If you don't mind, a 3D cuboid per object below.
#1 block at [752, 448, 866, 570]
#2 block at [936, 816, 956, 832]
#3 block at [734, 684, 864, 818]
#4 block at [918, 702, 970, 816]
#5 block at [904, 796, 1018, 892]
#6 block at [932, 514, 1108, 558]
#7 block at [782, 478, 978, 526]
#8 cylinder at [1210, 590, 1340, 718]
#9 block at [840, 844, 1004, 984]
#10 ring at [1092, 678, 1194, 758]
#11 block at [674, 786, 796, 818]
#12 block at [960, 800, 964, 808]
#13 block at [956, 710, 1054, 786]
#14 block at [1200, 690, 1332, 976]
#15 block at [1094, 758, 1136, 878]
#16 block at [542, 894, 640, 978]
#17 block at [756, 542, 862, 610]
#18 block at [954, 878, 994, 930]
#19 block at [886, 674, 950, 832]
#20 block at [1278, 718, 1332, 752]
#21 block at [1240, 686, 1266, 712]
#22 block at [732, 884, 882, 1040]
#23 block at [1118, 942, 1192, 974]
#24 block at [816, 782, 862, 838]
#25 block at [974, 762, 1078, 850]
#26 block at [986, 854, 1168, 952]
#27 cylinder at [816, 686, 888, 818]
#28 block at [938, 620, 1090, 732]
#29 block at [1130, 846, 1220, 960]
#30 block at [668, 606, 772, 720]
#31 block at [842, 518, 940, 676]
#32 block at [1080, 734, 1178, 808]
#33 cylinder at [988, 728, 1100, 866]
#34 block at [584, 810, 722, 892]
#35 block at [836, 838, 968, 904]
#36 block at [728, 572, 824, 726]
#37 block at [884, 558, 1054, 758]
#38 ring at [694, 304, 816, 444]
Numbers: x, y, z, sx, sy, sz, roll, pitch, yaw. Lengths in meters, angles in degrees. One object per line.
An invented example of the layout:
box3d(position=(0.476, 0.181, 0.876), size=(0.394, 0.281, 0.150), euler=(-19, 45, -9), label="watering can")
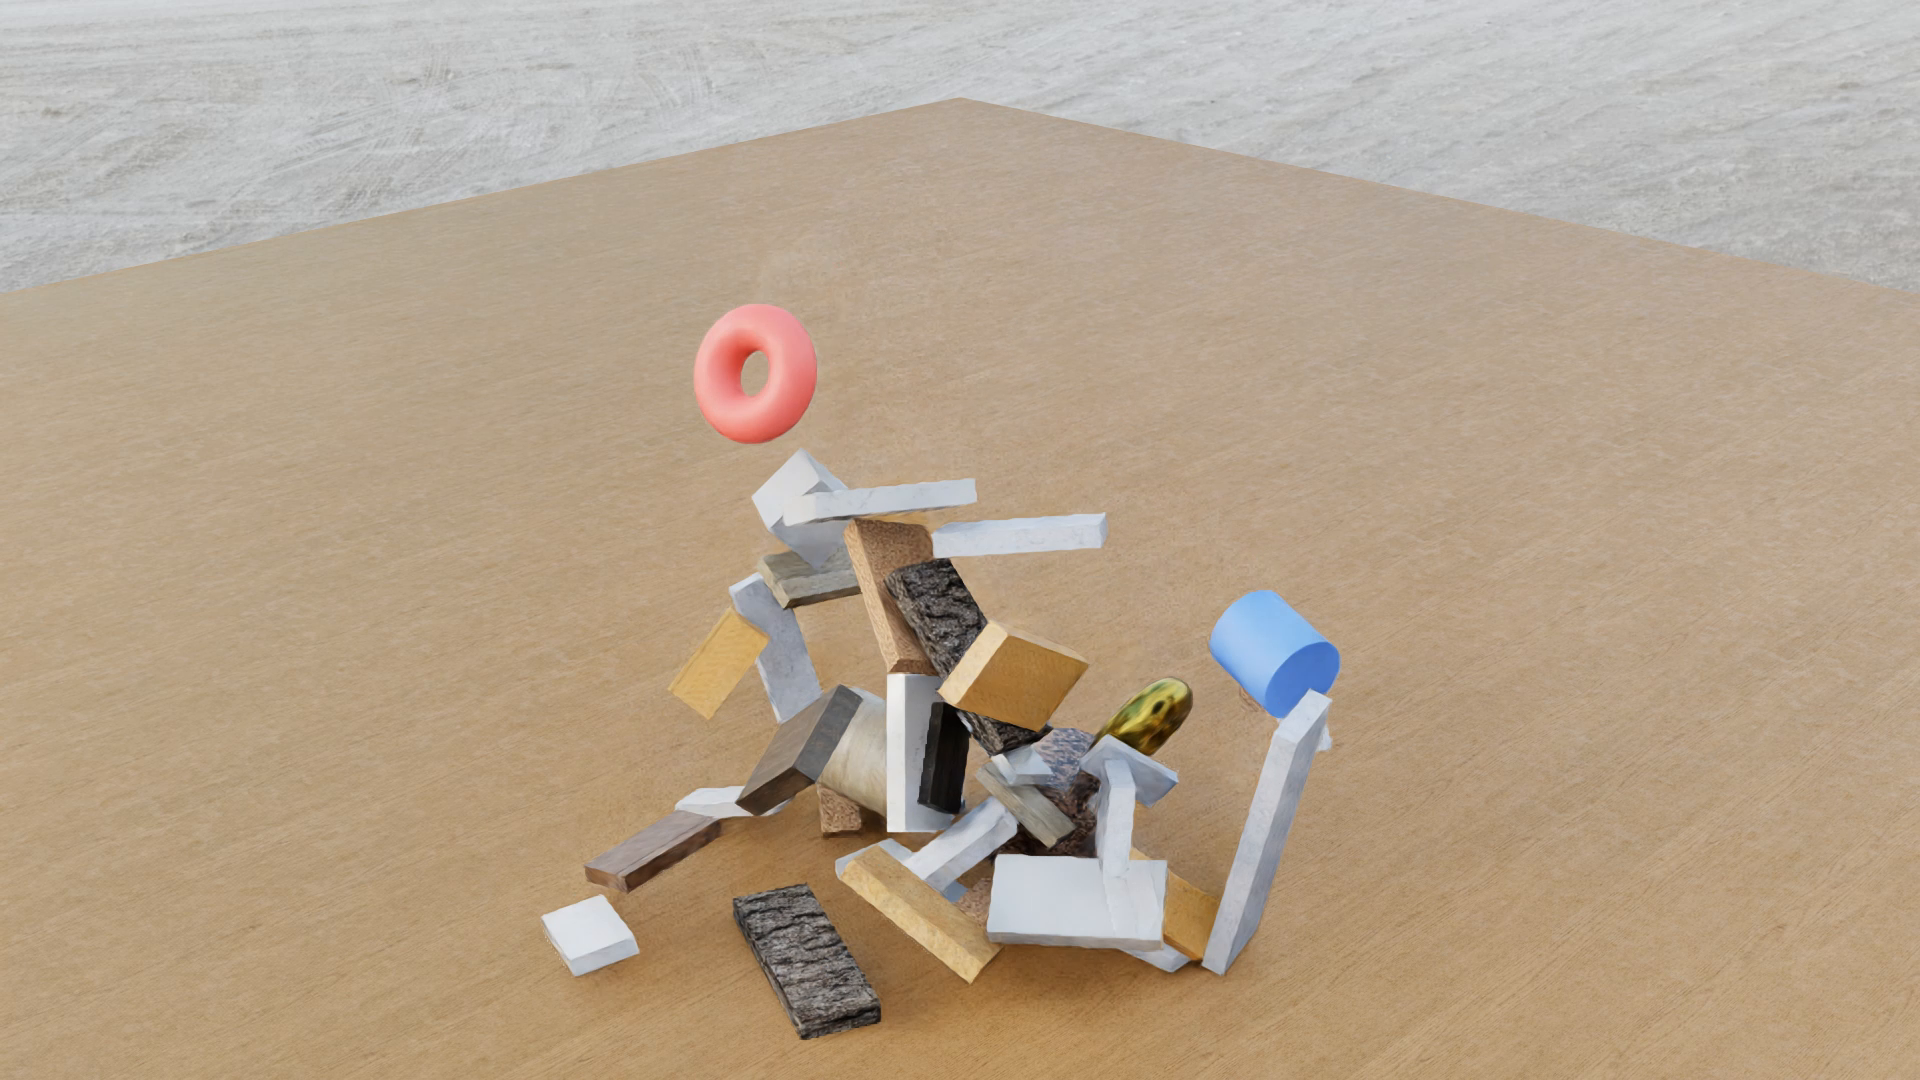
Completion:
box3d(position=(-0.312, -0.065, 4.548), size=(0.148, 0.148, 0.148), euler=(-44, 34, 7), label="block")
box3d(position=(-0.054, 0.543, 4.427), size=(0.054, 0.015, 0.109), euler=(-36, 31, -5), label="block")
box3d(position=(-0.276, 0.360, 3.729), size=(0.047, 0.331, 0.166), euler=(34, 64, -9), label="block")
box3d(position=(-0.027, 0.409, 4.112), size=(0.027, 0.193, 0.096), euler=(-4, -21, 35), label="block")
box3d(position=(-0.002, 0.569, 4.060), size=(0.264, 0.037, 0.132), euler=(-39, 15, 18), label="block")
box3d(position=(0.116, -0.009, 4.187), size=(0.316, 0.045, 0.158), euler=(-4, 8, 9), label="block")
box3d(position=(-0.154, -0.073, 4.192), size=(0.331, 0.047, 0.166), euler=(-6, -2, -26), label="block")
box3d(position=(0.555, 0.201, 3.882), size=(0.163, 0.163, 0.163), euler=(-13, 40, -29), label="cylinder")
box3d(position=(-0.065, 0.648, 3.828), size=(0.289, 0.041, 0.144), euler=(37, 12, 10), label="block")
box3d(position=(0.344, 0.355, 4.171), size=(0.080, 0.240, 0.240), euler=(47, 42, 17), label="ring")
box3d(position=(-0.450, 0.523, 4.399), size=(0.215, 0.030, 0.108), euler=(-6, 10, 21), label="block")
box3d(position=(-0.048, 0.528, 4.496), size=(0.054, 0.015, 0.109), euler=(-20, 30, -38), label="block")
box3d(position=(0.083, 0.380, 4.096), size=(0.096, 0.027, 0.193), euler=(5, 35, -45), label="block")
box3d(position=(0.531, 0.516, 3.831), size=(0.043, 0.551, 0.151), euler=(26, 38, 20), label="block")
box3d(position=(0.268, 0.479, 3.817), size=(0.043, 0.151, 0.301), euler=(6, 4, 1), label="block")
box3d(position=(-0.663, 0.705, 3.931), size=(0.118, 0.033, 0.236), euler=(-18, 16, -19), label="block")
box3d(position=(-0.299, 0.072, 4.600), size=(0.236, 0.033, 0.118), euler=(-11, 55, -42), label="block")
box3d(position=(0.073, 0.669, 4.005), size=(0.132, 0.037, 0.264), euler=(6, 5, 14), label="block")
box3d(position=(-0.077, 0.398, 4.104), size=(0.041, 0.289, 0.144), euler=(-4, -7, 35), label="block")
box3d(position=(0.623, 0.310, 4.053), size=(0.083, 0.166, 0.023), euler=(-15, 1, 35), label="block")
box3d(position=(0.554, 0.235, 4.047), size=(0.083, 0.166, 0.023), euler=(-2, 10, 27), label="block")
box3d(position=(-0.279, 0.749, 3.942), size=(0.144, 0.041, 0.415), euler=(-9, 25, -20), label="block")
box3d(position=(0.332, 0.717, 4.030), size=(0.219, 0.031, 0.109), euler=(19, 29, 37), label="block")
box3d(position=(-0.243, 0.524, 4.402), size=(0.076, 0.022, 0.153), euler=(-5, 50, -7), label="block")
box3d(position=(0.121, 0.481, 4.031), size=(0.193, 0.027, 0.096), euler=(43, 21, 15), label="block")
box3d(position=(0.206, 0.631, 3.833), size=(0.302, 0.043, 0.151), euler=(1, 54, 11), label="block")
box3d(position=(-0.159, 0.425, 4.334), size=(0.206, 0.206, 0.206), euler=(24, 31, 21), label="cylinder")
box3d(position=(0.100, 0.244, 3.905), size=(0.045, 0.158, 0.316), euler=(41, 9, 31), label="block")
box3d(position=(0.359, 0.647, 3.926), size=(0.031, 0.219, 0.109), euler=(-27, 34, 57), label="block")
box3d(position=(-0.496, 0.254, 4.532), size=(0.108, 0.215, 0.030), euler=(37, 14, -4), label="block")
box3d(position=(-0.100, 0.109, 4.202), size=(0.166, 0.047, 0.331), euler=(5, 49, -33), label="block")
box3d(position=(0.313, 0.428, 4.071), size=(0.166, 0.083, 0.023), euler=(31, 34, -19), label="block")
box3d(position=(0.185, 0.519, 4.236), size=(0.235, 0.235, 0.235), euler=(6, 24, 14), label="cylinder")
box3d(position=(-0.567, 0.575, 4.077), size=(0.118, 0.033, 0.236), euler=(6, 25, 43), label="block")
box3d(position=(-0.104, 0.655, 4.170), size=(0.132, 0.037, 0.264), euler=(-18, 29, -35), label="block")
box3d(position=(-0.379, 0.246, 4.663), size=(0.108, 0.390, 0.030), euler=(-29, 29, -22), label="block")
box3d(position=(0.016, 0.215, 4.103), size=(0.158, 0.045, 0.389), euler=(-11, 65, -53), label="block")
box3d(position=(-0.419, -0.339, 4.495), size=(0.289, 0.289, 0.096), euler=(15, 3, 31), label="ring")
